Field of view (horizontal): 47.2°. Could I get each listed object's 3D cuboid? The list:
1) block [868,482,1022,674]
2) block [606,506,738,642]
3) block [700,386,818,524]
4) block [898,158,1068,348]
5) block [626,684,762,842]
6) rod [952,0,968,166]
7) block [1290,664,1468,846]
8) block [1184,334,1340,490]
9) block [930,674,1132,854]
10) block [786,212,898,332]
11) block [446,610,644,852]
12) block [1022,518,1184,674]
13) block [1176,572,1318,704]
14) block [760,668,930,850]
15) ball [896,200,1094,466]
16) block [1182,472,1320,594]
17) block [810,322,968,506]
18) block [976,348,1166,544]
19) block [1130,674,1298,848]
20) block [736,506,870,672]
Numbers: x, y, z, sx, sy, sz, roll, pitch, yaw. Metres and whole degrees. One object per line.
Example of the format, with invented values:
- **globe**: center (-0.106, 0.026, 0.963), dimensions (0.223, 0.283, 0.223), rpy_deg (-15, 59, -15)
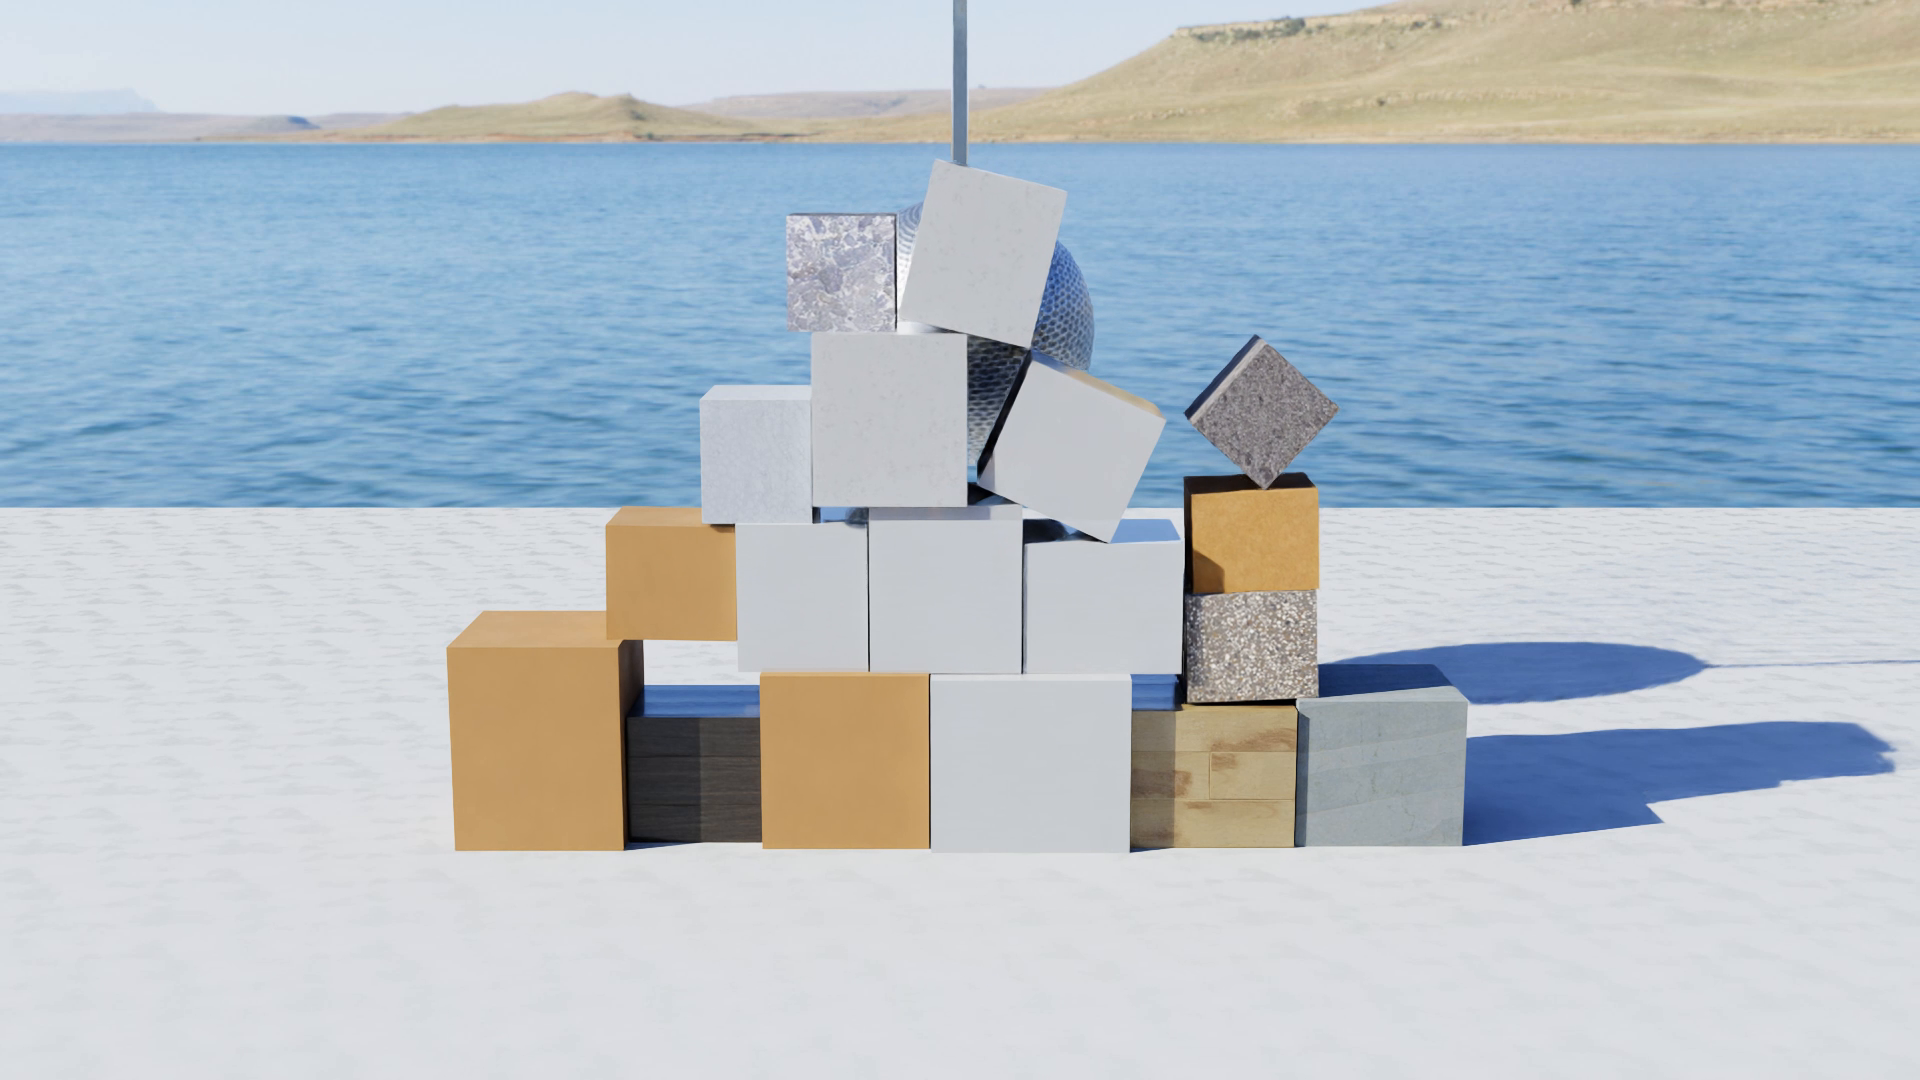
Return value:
- **block**: center (-0.071, 0.181, 11.219), dimensions (0.753, 0.846, 0.734), rpy_deg (0, 10, 0)
- **block**: center (-1.436, 0.165, 11.222), dimensions (0.650, 0.579, 0.577), rpy_deg (1, 10, 0)
- **block**: center (-1.001, -0.442, 11.120), dimensions (0.543, 0.614, 0.653), rpy_deg (0, 10, 0)
- **block**: center (0.109, -1.430, 10.901), dimensions (0.658, 0.771, 0.628), rpy_deg (13, 10, -2)
- **block**: center (-1.338, 1.151, 11.404), dimensions (0.672, 0.655, 0.669), rpy_deg (0, 10, 0)
- **rod**: center (0.000, -4.165, 11.337), dimensions (0.080, 5.200, 0.080), rpy_deg (0, 31, 0)
- **block**: center (2.107, 1.102, 11.399), dimensions (0.841, 0.753, 0.799), rpy_deg (0, 10, 0)
- **block**: center (1.511, -0.650, 11.073), dimensions (0.490, 0.545, 0.505), rpy_deg (41, 8, -6)
- **block**: center (0.350, 1.039, 11.377), dimensions (0.989, 0.886, 0.986), rpy_deg (0, 10, 0)
- **block**: center (-0.581, -1.336, 10.935), dimensions (0.523, 0.561, 0.477), rpy_deg (0, 10, 0)
- **block**: center (-2.105, 0.965, 11.336), dimensions (0.844, 1.045, 0.863), rpy_deg (0, 10, 0)
- **block**: center (0.708, 0.278, 11.242), dimensions (0.788, 0.660, 0.723), rpy_deg (0, 10, 0)
- **block**: center (1.453, 0.479, 11.258), dimensions (0.653, 0.543, 0.620), rpy_deg (-3, 10, 0)
- **block**: center (-0.573, 1.035, 11.378), dimensions (0.837, 0.892, 0.865), rpy_deg (0, 10, 0)
- **ball**: center (0.000, -1.236, 13.064), dimensions (1.600, 1.600, 1.600), rpy_deg (0, 10, 0)
- **block**: center (1.475, -0.040, 11.183), dimensions (0.625, 0.503, 0.582), rpy_deg (-2, 10, 2)
- **block**: center (-0.341, -0.647, 11.059), dimensions (0.755, 0.840, 0.798), rpy_deg (0, 10, 0)
- **block**: center (0.546, -0.486, 11.078), dimensions (0.714, 0.669, 0.681), rpy_deg (24, 9, -4)
- **block**: center (1.266, 1.129, 11.374), dimensions (0.822, 0.708, 0.788), rpy_deg (0, 10, 0)
- **block**: center (-0.781, 0.228, 11.237), dimensions (0.649, 0.746, 0.703), rpy_deg (0, 10, 0)
